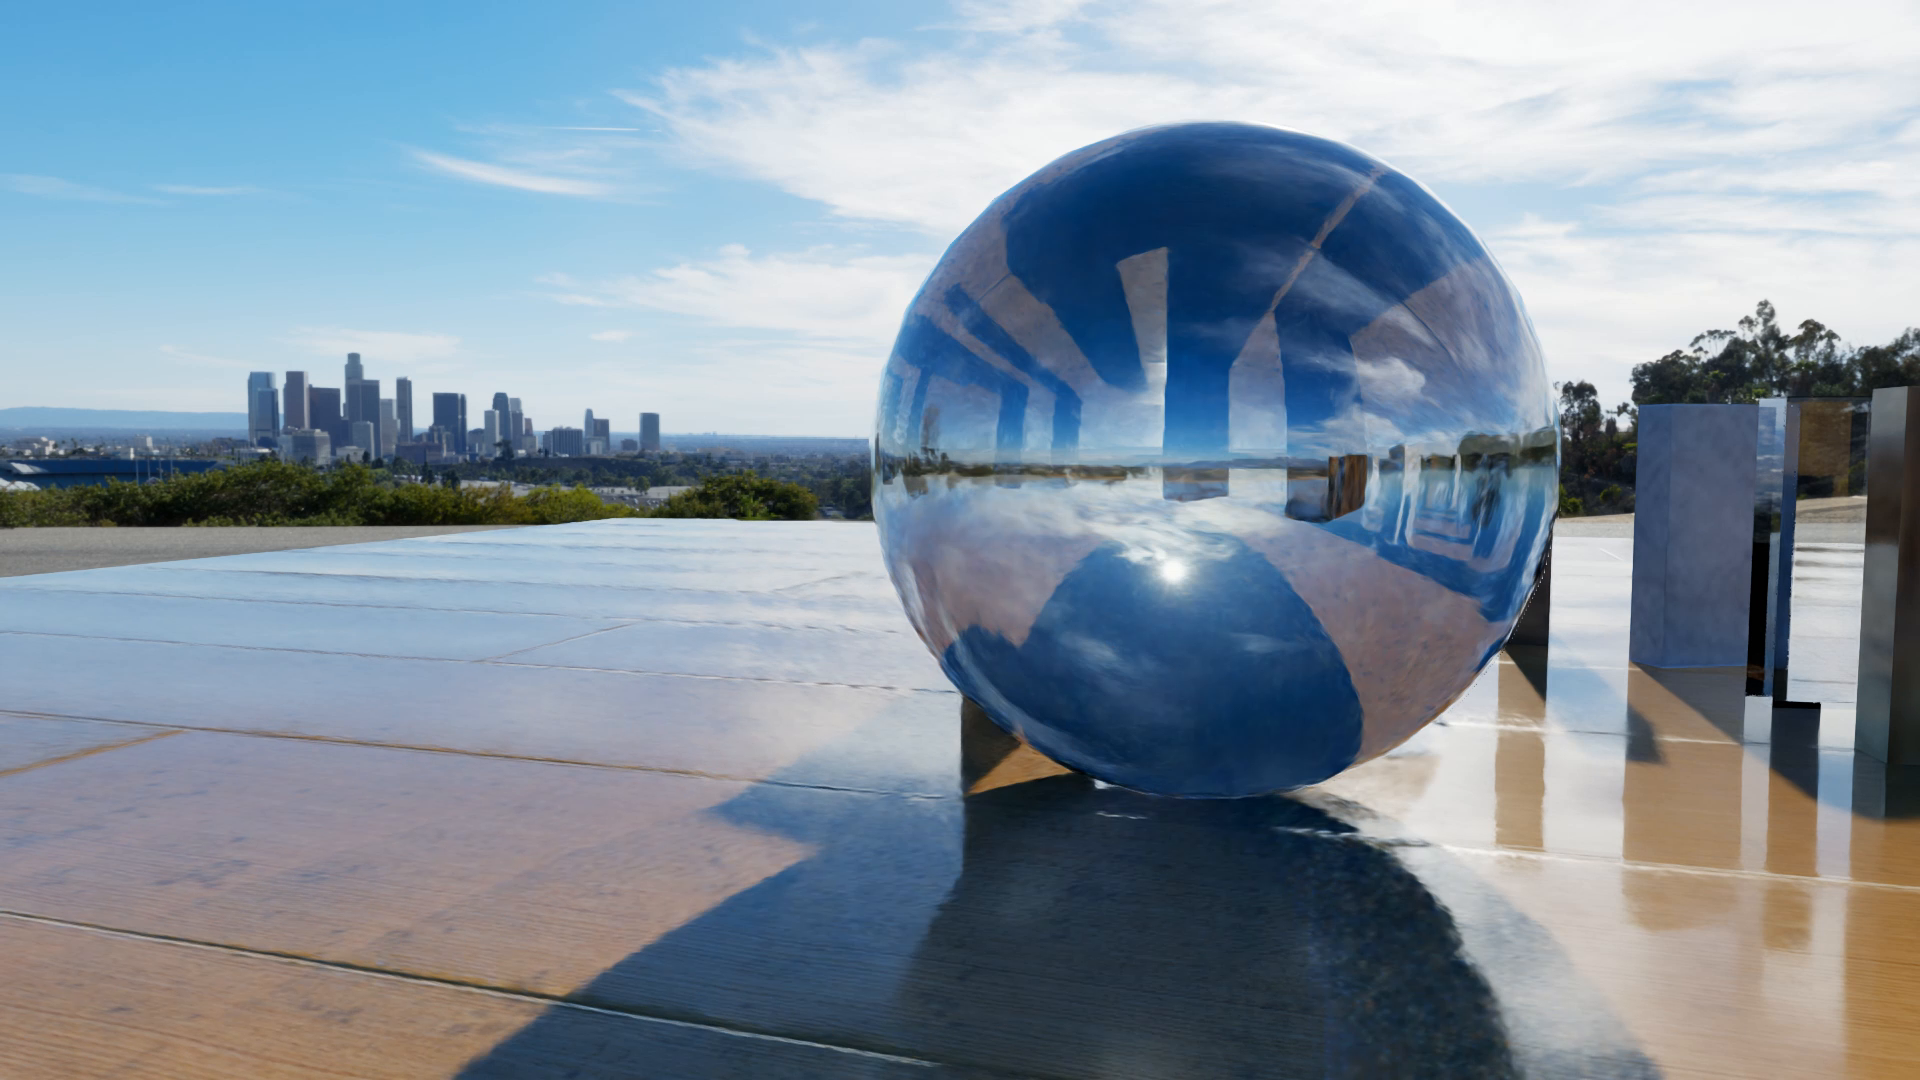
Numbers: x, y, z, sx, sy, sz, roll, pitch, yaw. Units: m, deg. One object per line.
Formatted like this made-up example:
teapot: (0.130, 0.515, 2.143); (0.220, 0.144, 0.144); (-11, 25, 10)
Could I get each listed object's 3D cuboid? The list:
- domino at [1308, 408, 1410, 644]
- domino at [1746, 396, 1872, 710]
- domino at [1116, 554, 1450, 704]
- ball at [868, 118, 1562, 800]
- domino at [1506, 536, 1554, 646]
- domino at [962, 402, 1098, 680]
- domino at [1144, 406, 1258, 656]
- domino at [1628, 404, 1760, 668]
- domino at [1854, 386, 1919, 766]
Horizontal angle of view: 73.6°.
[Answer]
domino: (0.088, -0.004, 0.284); (0.009, 0.050, 0.025); (-1, 4, -12)
domino: (0.144, 0.002, 0.208); (0.025, 0.050, 0.009); (1, 4, 9)
domino: (0.053, 0.015, 0.216); (0.050, 0.009, 0.025); (0, 44, 0)
ball: (0.029, -0.009, 0.156); (0.080, 0.080, 0.080); (0, 4, 0)
domino: (0.125, -0.004, 0.281); (0.010, 0.050, 0.025); (2, 5, 26)
domino: (0.013, -0.001, 0.241); (0.025, 0.050, 0.010); (4, 6, 41)
domino: (0.050, -0.003, 0.270); (0.010, 0.050, 0.025); (-2, 5, -28)
domino: (0.145, -0.001, 0.248); (0.025, 0.050, 0.009); (-1, 4, -9)
domino: (0.137, 0.005, 0.171); (0.025, 0.050, 0.010); (1, 4, 12)
